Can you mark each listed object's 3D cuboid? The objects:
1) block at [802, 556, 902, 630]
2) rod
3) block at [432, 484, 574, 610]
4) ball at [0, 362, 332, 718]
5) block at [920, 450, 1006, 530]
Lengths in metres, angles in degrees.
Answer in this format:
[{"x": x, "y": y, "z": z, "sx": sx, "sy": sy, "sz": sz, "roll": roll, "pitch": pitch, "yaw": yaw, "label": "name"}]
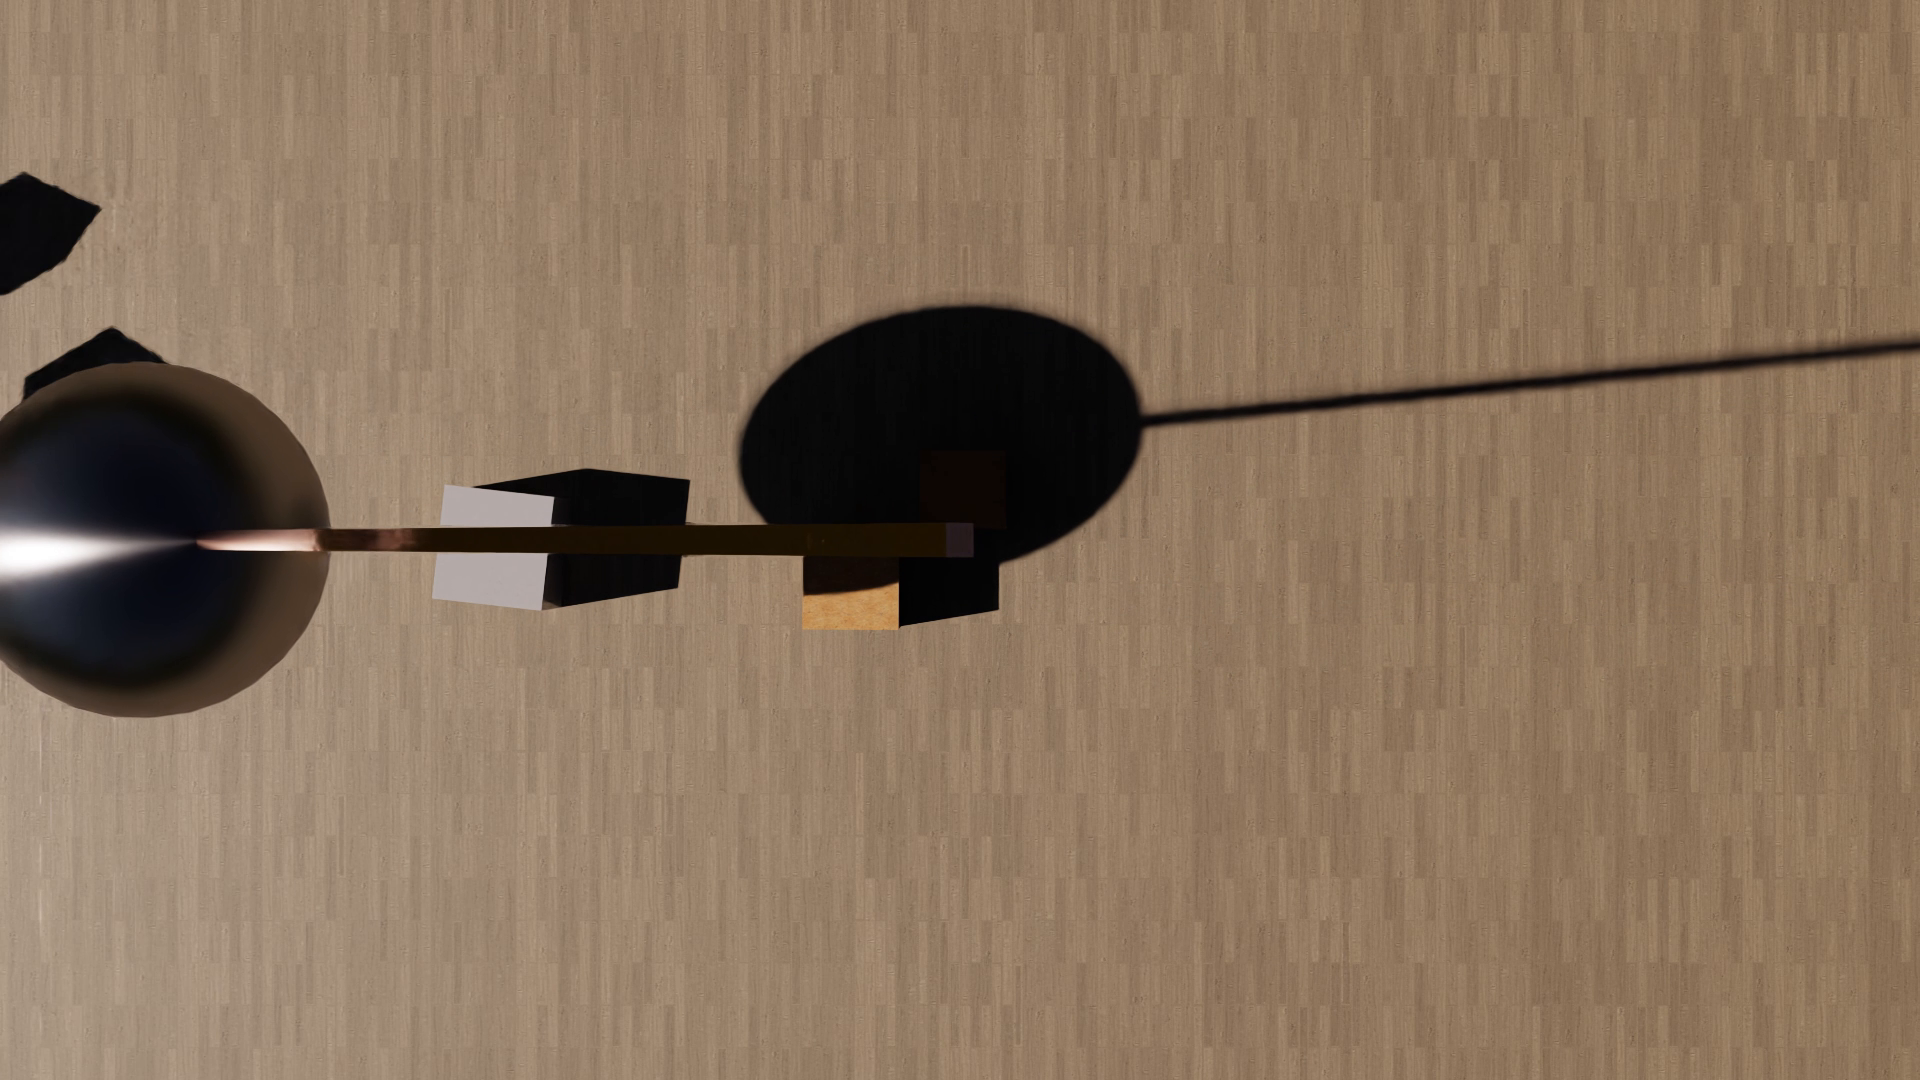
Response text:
[{"x": -0.620, "y": 0.227, "z": 12.742, "sx": 0.544, "sy": 0.516, "sz": 0.564, "roll": 0, "pitch": 90, "yaw": 0, "label": "block"}, {"x": -1.581, "y": 0.000, "z": 7.162, "sx": 0.080, "sy": 5.200, "sz": 0.080, "roll": 0, "pitch": 90, "yaw": -37, "label": "rod"}, {"x": -2.630, "y": 0.043, "z": 12.693, "sx": 0.620, "sy": 0.615, "sz": 0.645, "roll": 6, "pitch": 90, "yaw": 0, "label": "block"}, {"x": -3.648, "y": 0.000, "z": 9.862, "sx": 1.600, "sy": 1.600, "sz": 1.600, "roll": 0, "pitch": 90, "yaw": 0, "label": "ball"}, {"x": 0.014, "y": -0.287, "z": 12.766, "sx": 0.494, "sy": 0.469, "sz": 0.449, "roll": 0, "pitch": 90, "yaw": 0, "label": "block"}]
